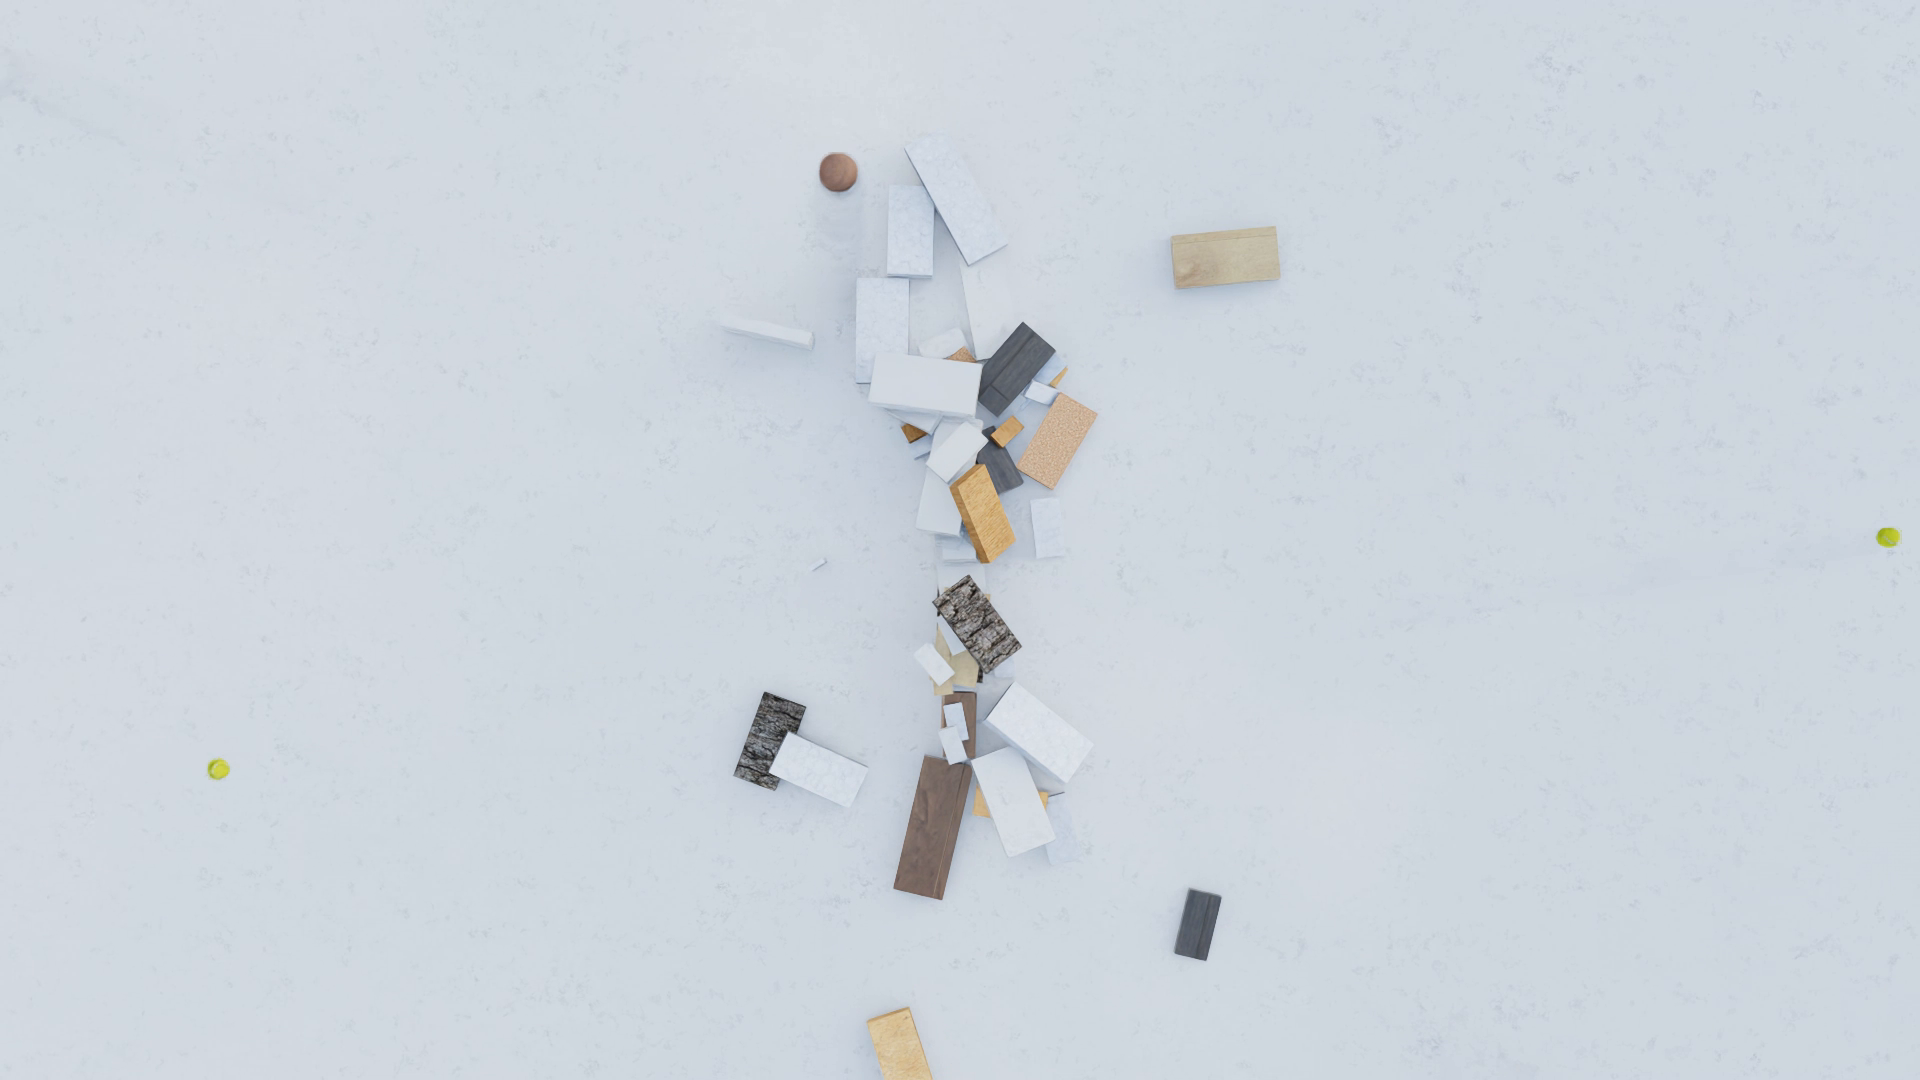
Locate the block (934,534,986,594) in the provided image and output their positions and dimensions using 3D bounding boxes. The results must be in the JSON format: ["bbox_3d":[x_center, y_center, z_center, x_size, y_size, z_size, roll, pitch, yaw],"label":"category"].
[{"bbox_3d":[0.004,0.116,5.443,0.153,0.043,0.306,-5,77,-1],"label":"block"}]

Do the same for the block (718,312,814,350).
[{"bbox_3d":[-0.636,-0.687,5.425,0.300,0.150,0.042,13,90,0],"label":"block"}]

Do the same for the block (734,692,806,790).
[{"bbox_3d":[-0.632,0.668,5.479,0.147,0.042,0.294,20,90,0],"label":"block"}]

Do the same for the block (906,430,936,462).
[{"bbox_3d":[-0.100,-0.324,5.475,0.143,0.020,0.072,-24,63,0],"label":"block"}]

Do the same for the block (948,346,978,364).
[{"bbox_3d":[-0.019,-0.572,5.478,0.143,0.020,0.072,-39,103,3],"label":"block"}]

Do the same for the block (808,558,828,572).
[{"bbox_3d":[-0.469,0.081,5.443,0.057,0.113,0.016,-32,90,0],"label":"block"}]

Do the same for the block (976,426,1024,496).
[{"bbox_3d":[0.112,-0.260,5.456,0.109,0.031,0.218,-25,82,-15],"label":"block"}]

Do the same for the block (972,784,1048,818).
[{"bbox_3d":[0.167,0.874,5.459,0.237,0.031,0.110,8,78,7],"label":"block"}]

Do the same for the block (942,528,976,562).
[{"bbox_3d":[-0.005,-0.036,5.439,0.109,0.031,0.218,-1,69,0],"label":"block"}]

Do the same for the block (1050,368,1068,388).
[{"bbox_3d":[0.276,-0.582,5.489,0.154,0.022,0.077,35,90,0],"label":"block"}]

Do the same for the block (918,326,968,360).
[{"bbox_3d":[-0.056,-0.644,5.489,0.154,0.022,0.077,-25,90,0],"label":"block"}]

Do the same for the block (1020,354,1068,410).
[{"bbox_3d":[0.256,-0.530,5.470,0.072,0.020,0.216,45,101,0],"label":"block"}]

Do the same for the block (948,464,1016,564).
[{"bbox_3d":[0.075,-0.085,5.386,0.145,0.041,0.291,-41,119,-36],"label":"block"}]

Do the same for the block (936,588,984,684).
[{"bbox_3d":[0.000,0.316,5.441,0.153,0.043,0.306,1,77,0],"label":"block"}]

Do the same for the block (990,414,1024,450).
[{"bbox_3d":[0.156,-0.359,5.469,0.057,0.016,0.113,47,65,1],"label":"block"}]

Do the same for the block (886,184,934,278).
[{"bbox_3d":[-0.163,-1.021,5.459,0.150,0.042,0.300,2,84,-3],"label":"block"}]

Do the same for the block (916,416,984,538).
[{"bbox_3d":[-0.035,-0.213,5.403,0.145,0.041,0.391,10,80,10],"label":"block"}]

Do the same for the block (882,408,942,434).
[{"bbox_3d":[-0.151,-0.431,5.441,0.194,0.028,0.097,27,80,23],"label":"block"}]

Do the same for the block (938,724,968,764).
[{"bbox_3d":[-0.024,0.671,5.415,0.062,0.017,0.123,-18,106,2],"label":"block"}]

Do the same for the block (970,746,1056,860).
[{"bbox_3d":[0.172,0.855,5.407,0.168,0.048,0.337,-19,76,-10],"label":"block"}]

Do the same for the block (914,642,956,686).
[{"bbox_3d":[-0.084,0.398,5.314,0.067,0.019,0.133,-40,90,-1],"label":"block"}]

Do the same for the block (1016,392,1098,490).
[{"bbox_3d":[0.321,-0.328,5.479,0.146,0.041,0.293,31,90,0],"label":"block"}]

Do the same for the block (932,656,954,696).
[{"bbox_3d":[-0.058,0.438,5.332,0.062,0.017,0.123,-5,89,-1],"label":"block"}]

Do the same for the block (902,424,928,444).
[{"bbox_3d":[-0.128,-0.376,5.479,0.123,0.017,0.062,-29,71,-2],"label":"block"}]

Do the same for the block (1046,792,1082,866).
[{"bbox_3d":[0.325,0.959,5.484,0.110,0.031,0.220,-15,90,0],"label":"block"}]

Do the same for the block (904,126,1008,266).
[{"bbox_3d":[-0.013,-1.131,5.434,0.150,0.042,0.440,-29,90,-3],"label":"block"}]

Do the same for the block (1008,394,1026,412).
[{"bbox_3d":[0.155,-0.485,5.471,0.123,0.017,0.062,41,101,2],"label":"block"}]

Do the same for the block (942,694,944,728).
[{"bbox_3d":[-0.007,0.543,5.485,0.107,0.030,0.214,1,90,0],"label":"block"}]

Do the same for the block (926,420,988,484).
[{"bbox_3d":[-0.010,-0.286,5.379,0.097,0.028,0.194,42,87,14],"label":"block"}]

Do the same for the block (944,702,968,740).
[{"bbox_3d":[-0.013,0.600,5.431,0.062,0.017,0.123,-11,90,0],"label":"block"}]

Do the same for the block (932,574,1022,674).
[{"bbox_3d":[0.055,0.272,5.313,0.145,0.041,0.291,-37,92,-11],"label":"block"}]

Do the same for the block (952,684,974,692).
[{"bbox_3d":[-0.007,0.394,5.463,0.107,0.030,0.214,2,78,0],"label":"block"}]

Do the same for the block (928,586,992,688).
[{"bbox_3d":[0.000,0.315,5.365,0.153,0.043,0.306,10,89,-1],"label":"block"}]

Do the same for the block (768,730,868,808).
[{"bbox_3d":[-0.467,0.759,5.455,0.294,0.042,0.147,26,89,-9],"label":"block"}]

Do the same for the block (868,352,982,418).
[{"bbox_3d":[-0.113,-0.507,5.394,0.349,0.049,0.173,8,78,5],"label":"block"}]

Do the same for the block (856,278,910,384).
[{"bbox_3d":[-0.257,-0.693,5.475,0.173,0.049,0.347,1,90,0],"label":"block"}]

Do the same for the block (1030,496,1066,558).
[{"bbox_3d":[0.291,-0.041,5.486,0.097,0.028,0.194,-7,90,0],"label":"block"}]

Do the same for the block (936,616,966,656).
[{"bbox_3d":[-0.021,0.299,5.333,0.067,0.019,0.133,-25,90,-1],"label":"block"}]

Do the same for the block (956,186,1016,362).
[{"bbox_3d":[0.077,-0.883,5.479,0.146,0.041,0.562,-10,90,0],"label":"block"}]

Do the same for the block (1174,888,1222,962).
[{"bbox_3d":[0.790,1.278,5.484,0.110,0.031,0.220,14,90,0],"label":"block"}]

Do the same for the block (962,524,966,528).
[{"bbox_3d":[-0.008,-0.146,5.447,0.109,0.031,0.218,-4,69,0],"label":"block"}]

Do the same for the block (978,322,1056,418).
[{"bbox_3d":[0.166,-0.560,5.434,0.146,0.041,0.293,41,95,2],"label":"block"}]

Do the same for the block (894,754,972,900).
[{"bbox_3d":[-0.088,0.953,5.476,0.168,0.048,0.453,13,90,0],"label":"block"}]

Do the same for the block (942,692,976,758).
[{"bbox_3d":[0.000,0.611,5.454,0.107,0.030,0.214,1,90,0],"label":"block"}]

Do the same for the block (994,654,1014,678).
[{"bbox_3d":[0.145,0.389,5.491,0.067,0.019,0.133,-4,90,0],"label":"block"}]

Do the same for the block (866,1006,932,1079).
[{"bbox_3d":[-0.152,1.845,5.479,0.147,0.042,0.562,-18,90,0],"label":"block"}]

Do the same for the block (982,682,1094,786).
[{"bbox_3d":[0.258,0.638,5.442,0.337,0.048,0.168,39,65,0],"label":"block"}]

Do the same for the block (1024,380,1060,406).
[{"bbox_3d":[0.269,-0.486,5.455,0.113,0.016,0.057,18,113,-32],"label":"block"}]

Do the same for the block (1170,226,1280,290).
[{"bbox_3d":[0.880,-0.936,5.475,0.347,0.049,0.173,-5,90,0],"label":"block"}]
